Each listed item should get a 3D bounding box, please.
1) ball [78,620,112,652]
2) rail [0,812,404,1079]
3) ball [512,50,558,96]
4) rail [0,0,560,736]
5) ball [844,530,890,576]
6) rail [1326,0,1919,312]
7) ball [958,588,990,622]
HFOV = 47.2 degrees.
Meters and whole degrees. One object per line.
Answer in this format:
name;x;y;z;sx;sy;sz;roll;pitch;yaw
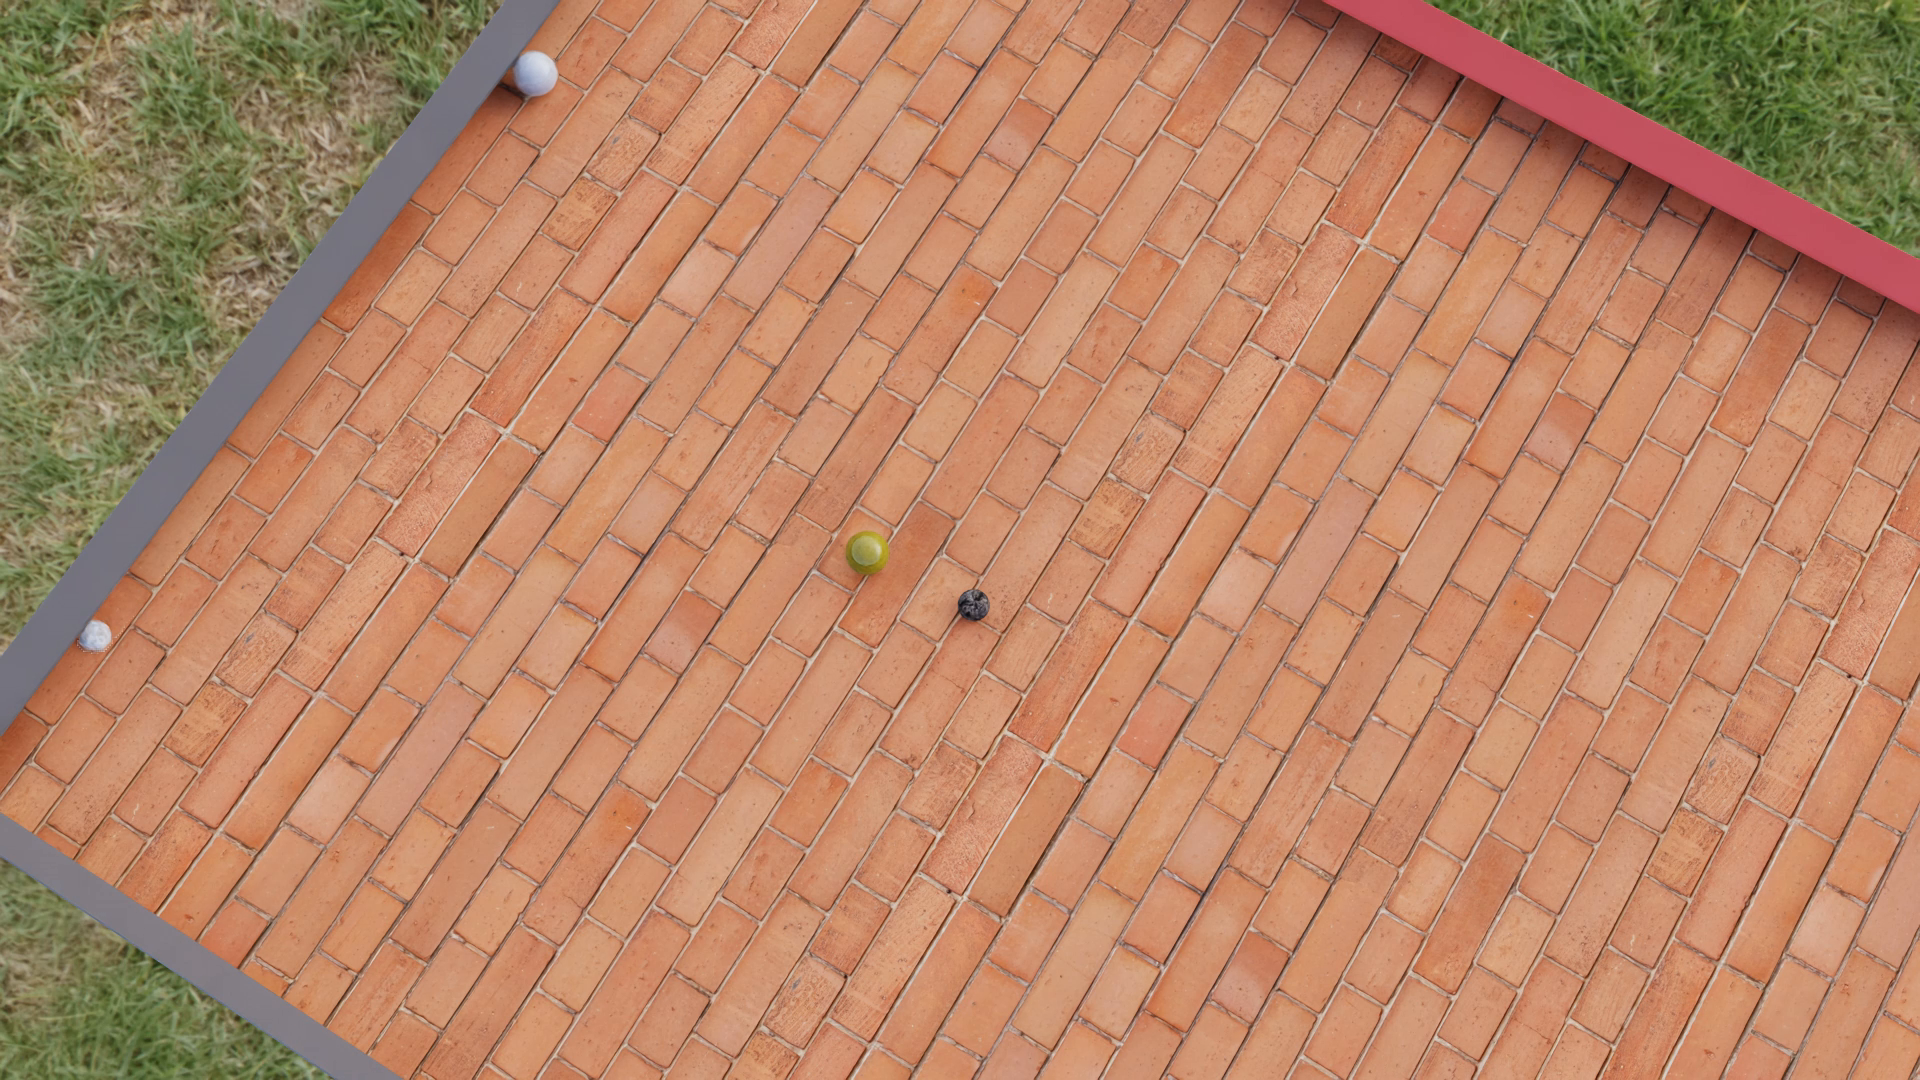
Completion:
ball;-1.321;0.146;3.356;0.048;0.048;0.048;0;73;0
rail;0.343;1.454;2.903;4.384;0.124;0.045;30;75;9
ball;-0.702;-0.770;3.631;0.074;0.074;0.074;0;73;0
rail;-0.914;-0.545;3.533;0.045;0.124;2.303;30;75;9
ball;-0.143;0.020;3.385;0.069;0.069;0.069;0;73;0
rail;1.524;-0.379;3.480;4.384;0.124;0.045;30;75;9
ball;0.021;0.100;3.370;0.049;0.049;0.049;0;73;0
